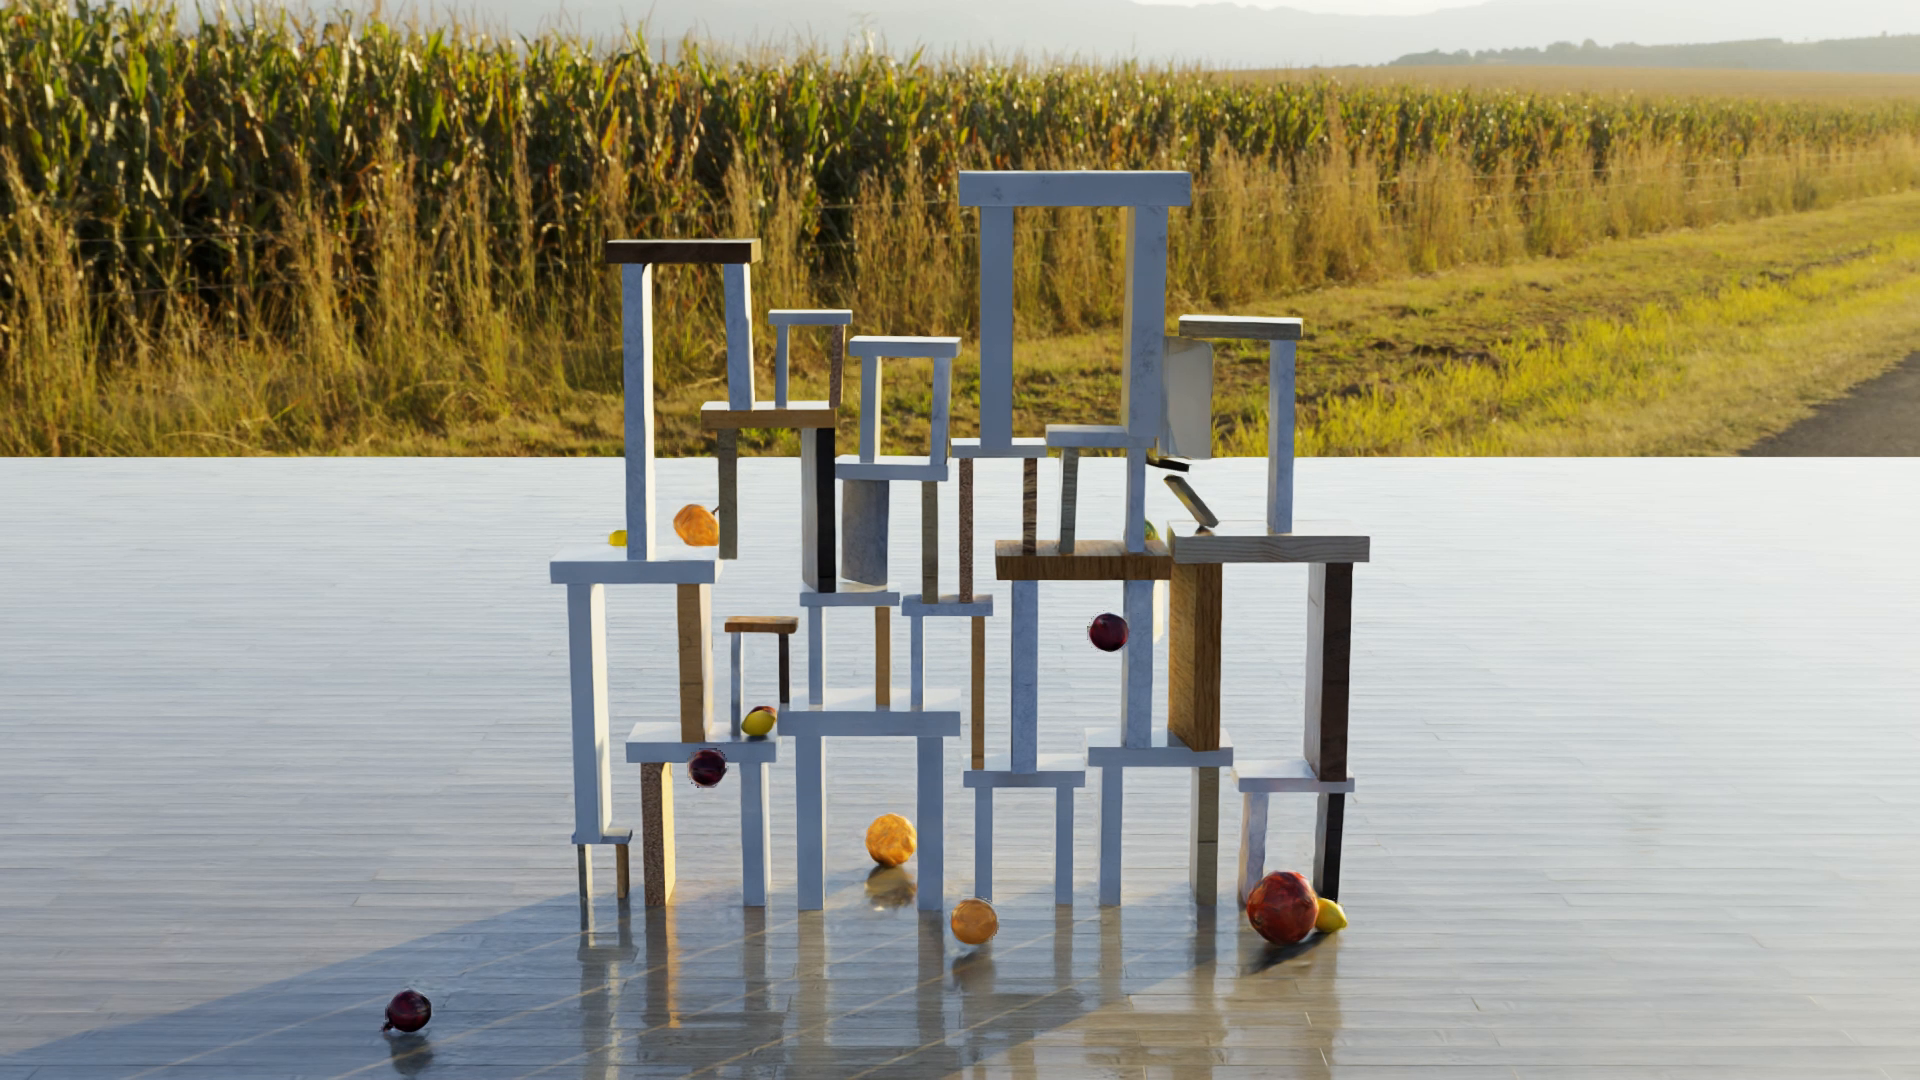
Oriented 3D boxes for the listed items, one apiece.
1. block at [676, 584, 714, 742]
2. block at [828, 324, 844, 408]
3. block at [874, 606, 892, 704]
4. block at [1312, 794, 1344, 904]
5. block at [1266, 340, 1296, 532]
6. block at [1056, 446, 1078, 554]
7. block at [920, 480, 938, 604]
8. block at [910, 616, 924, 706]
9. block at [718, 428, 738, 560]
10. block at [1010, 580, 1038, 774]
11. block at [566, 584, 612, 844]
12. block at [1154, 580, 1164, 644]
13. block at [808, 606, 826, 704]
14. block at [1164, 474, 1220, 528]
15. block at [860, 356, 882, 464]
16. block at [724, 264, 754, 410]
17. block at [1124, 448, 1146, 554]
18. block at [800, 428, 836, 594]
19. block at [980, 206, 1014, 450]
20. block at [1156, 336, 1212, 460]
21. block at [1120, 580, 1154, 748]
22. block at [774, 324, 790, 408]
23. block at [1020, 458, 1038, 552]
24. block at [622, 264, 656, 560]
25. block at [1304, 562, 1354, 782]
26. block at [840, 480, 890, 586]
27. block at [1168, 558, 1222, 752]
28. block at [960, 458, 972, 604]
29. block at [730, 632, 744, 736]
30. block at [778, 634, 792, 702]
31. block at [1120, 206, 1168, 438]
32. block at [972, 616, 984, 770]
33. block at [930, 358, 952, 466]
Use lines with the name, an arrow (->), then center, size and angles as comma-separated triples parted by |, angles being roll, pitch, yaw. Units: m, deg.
block -> -0.432, 0.187, 3.598 | 0.037, 0.263, 0.131 | 0, 11, 0
block -> -0.197, -0.281, 3.515 | 0.018, 0.131, 0.065 | 3, 10, -2
block -> -0.125, 0.180, 3.594 | 0.023, 0.163, 0.081 | 0, 11, 0
block -> 0.611, 0.497, 3.648 | 0.027, 0.189, 0.095 | 2, 11, 0
block -> 0.515, -0.171, 3.524 | 0.027, 0.307, 0.095 | -1, 11, -1
block -> 0.173, -0.071, 3.546 | 0.024, 0.170, 0.085 | 2, 11, -1
block -> -0.049, -0.003, 3.561 | 0.026, 0.199, 0.091 | 0, 10, -2
block -> -0.069, 0.189, 3.592 | 0.021, 0.148, 0.074 | 0, 11, 0
block -> -0.375, -0.082, 3.544 | 0.030, 0.212, 0.106 | -1, 11, -6
block -> 0.105, 0.209, 3.600 | 0.039, 0.320, 0.139 | 0, 11, 0
block -> -0.608, 0.271, 3.613 | 0.037, 0.433, 0.131 | 0, 10, 0
block -> 0.342, 0.115, 3.858 | 0.014, 0.136, 0.051 | 12, 32, 23
block -> -0.234, 0.180, 3.595 | 0.023, 0.163, 0.081 | 0, 11, 0
block -> 0.372, -0.063, 3.540 | 0.014, 0.102, 0.051 | -44, 18, -9
block -> -0.143, -0.214, 3.531 | 0.024, 0.171, 0.085 | 2, 11, 3
block -> -0.350, -0.326, 3.487 | 0.032, 0.229, 0.114 | -2, 11, -2
block -> 0.283, -0.071, 3.546 | 0.024, 0.170, 0.085 | 0, 11, 0
block -> -0.229, -0.056, 3.559 | 0.030, 0.268, 0.106 | -3, 11, -17
block -> 0.057, -0.343, 3.494 | 0.050, 0.377, 0.178 | 0, 11, 0
block -> 0.361, -0.227, 3.533 | 0.095, 0.191, 0.027 | 4, -5, -38
block -> 0.290, 0.188, 3.597 | 0.039, 0.278, 0.139 | 0, 11, 0
block -> -0.284, -0.281, 3.511 | 0.018, 0.131, 0.065 | 2, 10, -3
block -> 0.112, -0.062, 3.551 | 0.022, 0.152, 0.076 | 1, 11, 0
block -> -0.514, -0.210, 3.522 | 0.032, 0.470, 0.114 | 0, 10, -2
block -> 0.601, 0.199, 3.598 | 0.044, 0.361, 0.154 | 0, 11, -1
block -> -0.156, -0.022, 3.610 | 0.026, 0.182, 0.091 | -6, 11, -41
block -> 0.382, 0.175, 3.586 | 0.044, 0.308, 0.154 | -2, 11, -10
block -> 0.010, -0.021, 3.558 | 0.022, 0.235, 0.076 | 0, 11, 0
block -> -0.365, 0.231, 3.607 | 0.016, 0.173, 0.058 | 1, 10, -1
block -> -0.286, 0.203, 3.600 | 0.016, 0.115, 0.058 | 0, 11, 0
block -> 0.291, -0.352, 3.491 | 0.050, 0.356, 0.178 | 1, 11, 0
block -> 0.029, 0.242, 3.601 | 0.021, 0.255, 0.074 | 0, 11, 0
block -> -0.030, -0.210, 3.520 | 0.024, 0.171, 0.086 | 3, 11, 3
